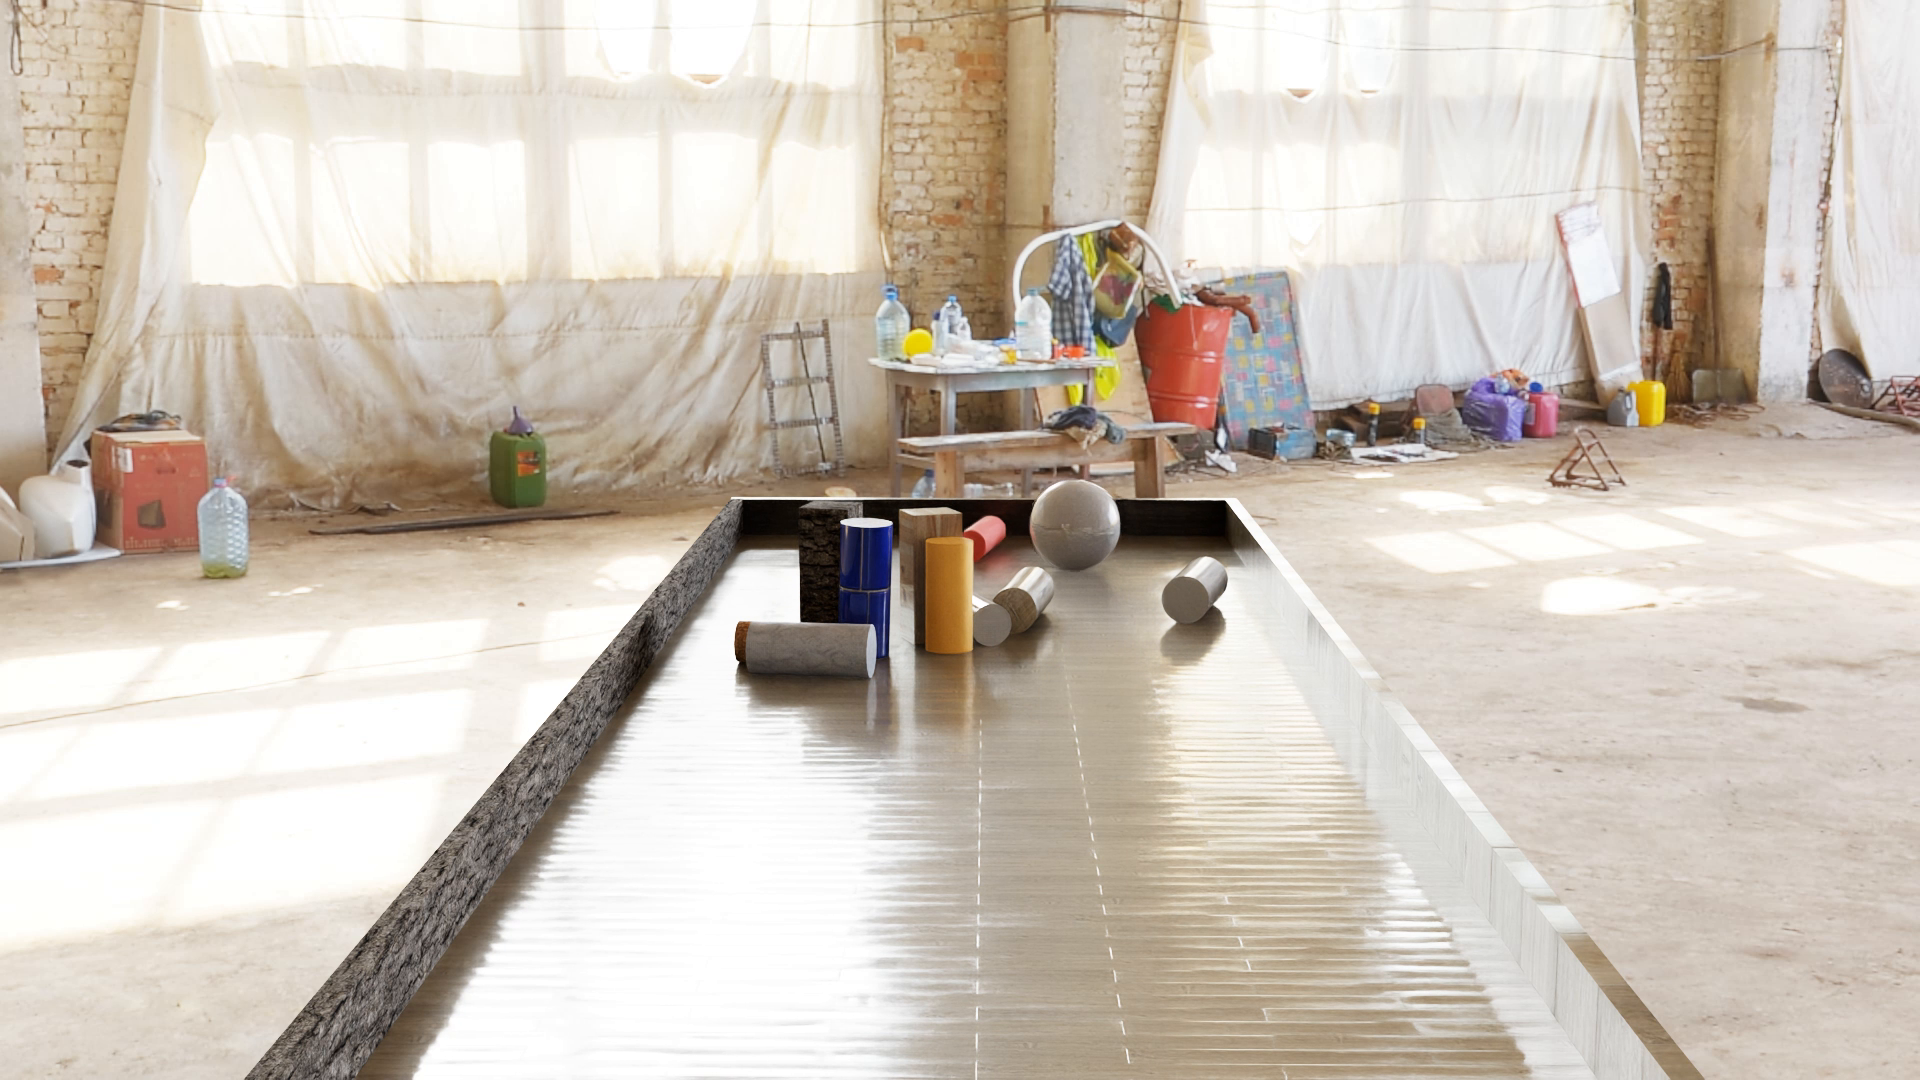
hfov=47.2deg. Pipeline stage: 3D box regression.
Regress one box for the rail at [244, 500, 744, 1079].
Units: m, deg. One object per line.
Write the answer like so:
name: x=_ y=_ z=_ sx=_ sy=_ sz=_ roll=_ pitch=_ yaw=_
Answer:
rail: x=-1.004 y=0.839 z=3.234 sx=0.050 sy=0.150 sz=12.000 roll=0 pitch=9 yaw=1

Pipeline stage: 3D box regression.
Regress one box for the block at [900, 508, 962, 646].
block: x=-0.092 y=0.113 z=6.975 sx=0.160 sy=0.411 sz=0.160 roll=-3 pitch=8 yaw=-17

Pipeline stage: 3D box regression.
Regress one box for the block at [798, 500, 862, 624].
block: x=-0.405 y=0.108 z=6.922 sx=0.161 sy=0.440 sz=0.161 roll=2 pitch=9 yaw=13

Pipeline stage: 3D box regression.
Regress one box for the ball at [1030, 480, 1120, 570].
ball: x=0.433 y=-0.057 z=8.277 sx=0.342 sy=0.342 sz=0.342 roll=0 pitch=9 yaw=0

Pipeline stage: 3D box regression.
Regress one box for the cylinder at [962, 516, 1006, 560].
cylinder: x=0.084 y=-0.007 z=8.667 sx=0.122 sy=0.122 sz=0.397 roll=2 pitch=9 yaw=12

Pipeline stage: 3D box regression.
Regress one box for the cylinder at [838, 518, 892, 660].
cylinder: x=-0.291 y=0.149 z=6.731 sx=0.160 sy=0.412 sz=0.160 roll=2 pitch=11 yaw=0

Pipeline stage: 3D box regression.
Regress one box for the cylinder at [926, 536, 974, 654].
cylinder: x=-0.033 y=0.171 z=6.833 sx=0.148 sy=0.343 sz=0.148 roll=0 pitch=9 yaw=0

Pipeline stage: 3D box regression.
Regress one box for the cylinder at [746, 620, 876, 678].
cylinder: x=-0.437 y=0.322 z=6.478 sx=0.359 sy=0.157 sz=0.157 roll=1 pitch=9 yaw=8

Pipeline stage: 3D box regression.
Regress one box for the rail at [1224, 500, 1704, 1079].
rail: x=1.046 y=0.843 z=3.208 sx=0.050 sy=0.150 sz=12.000 roll=0 pitch=9 yaw=1

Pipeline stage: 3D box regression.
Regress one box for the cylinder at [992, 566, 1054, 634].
cylinder: x=0.210 y=0.197 z=7.289 sx=0.151 sy=0.151 sz=0.411 roll=2 pitch=9 yaw=10

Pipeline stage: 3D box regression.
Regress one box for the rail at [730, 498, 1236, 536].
rail: x=0.099 y=-0.098 z=9.147 sx=2.100 sy=0.150 sz=0.050 roll=0 pitch=9 yaw=1

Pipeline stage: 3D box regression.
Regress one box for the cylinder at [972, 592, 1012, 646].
cylinder: x=0.045 y=0.242 z=7.055 sx=0.135 sy=0.135 sz=0.339 roll=-3 pitch=9 yaw=-18

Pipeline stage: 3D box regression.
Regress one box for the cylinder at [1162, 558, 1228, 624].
cylinder: x=0.798 y=0.168 z=7.444 sx=0.159 sy=0.159 sz=0.397 roll=3 pitch=9 yaw=16

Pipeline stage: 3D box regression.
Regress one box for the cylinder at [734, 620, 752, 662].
cylinder: x=-0.470 y=0.312 z=6.641 sx=0.406 sy=0.125 sz=0.125 roll=2 pitch=9 yaw=10
